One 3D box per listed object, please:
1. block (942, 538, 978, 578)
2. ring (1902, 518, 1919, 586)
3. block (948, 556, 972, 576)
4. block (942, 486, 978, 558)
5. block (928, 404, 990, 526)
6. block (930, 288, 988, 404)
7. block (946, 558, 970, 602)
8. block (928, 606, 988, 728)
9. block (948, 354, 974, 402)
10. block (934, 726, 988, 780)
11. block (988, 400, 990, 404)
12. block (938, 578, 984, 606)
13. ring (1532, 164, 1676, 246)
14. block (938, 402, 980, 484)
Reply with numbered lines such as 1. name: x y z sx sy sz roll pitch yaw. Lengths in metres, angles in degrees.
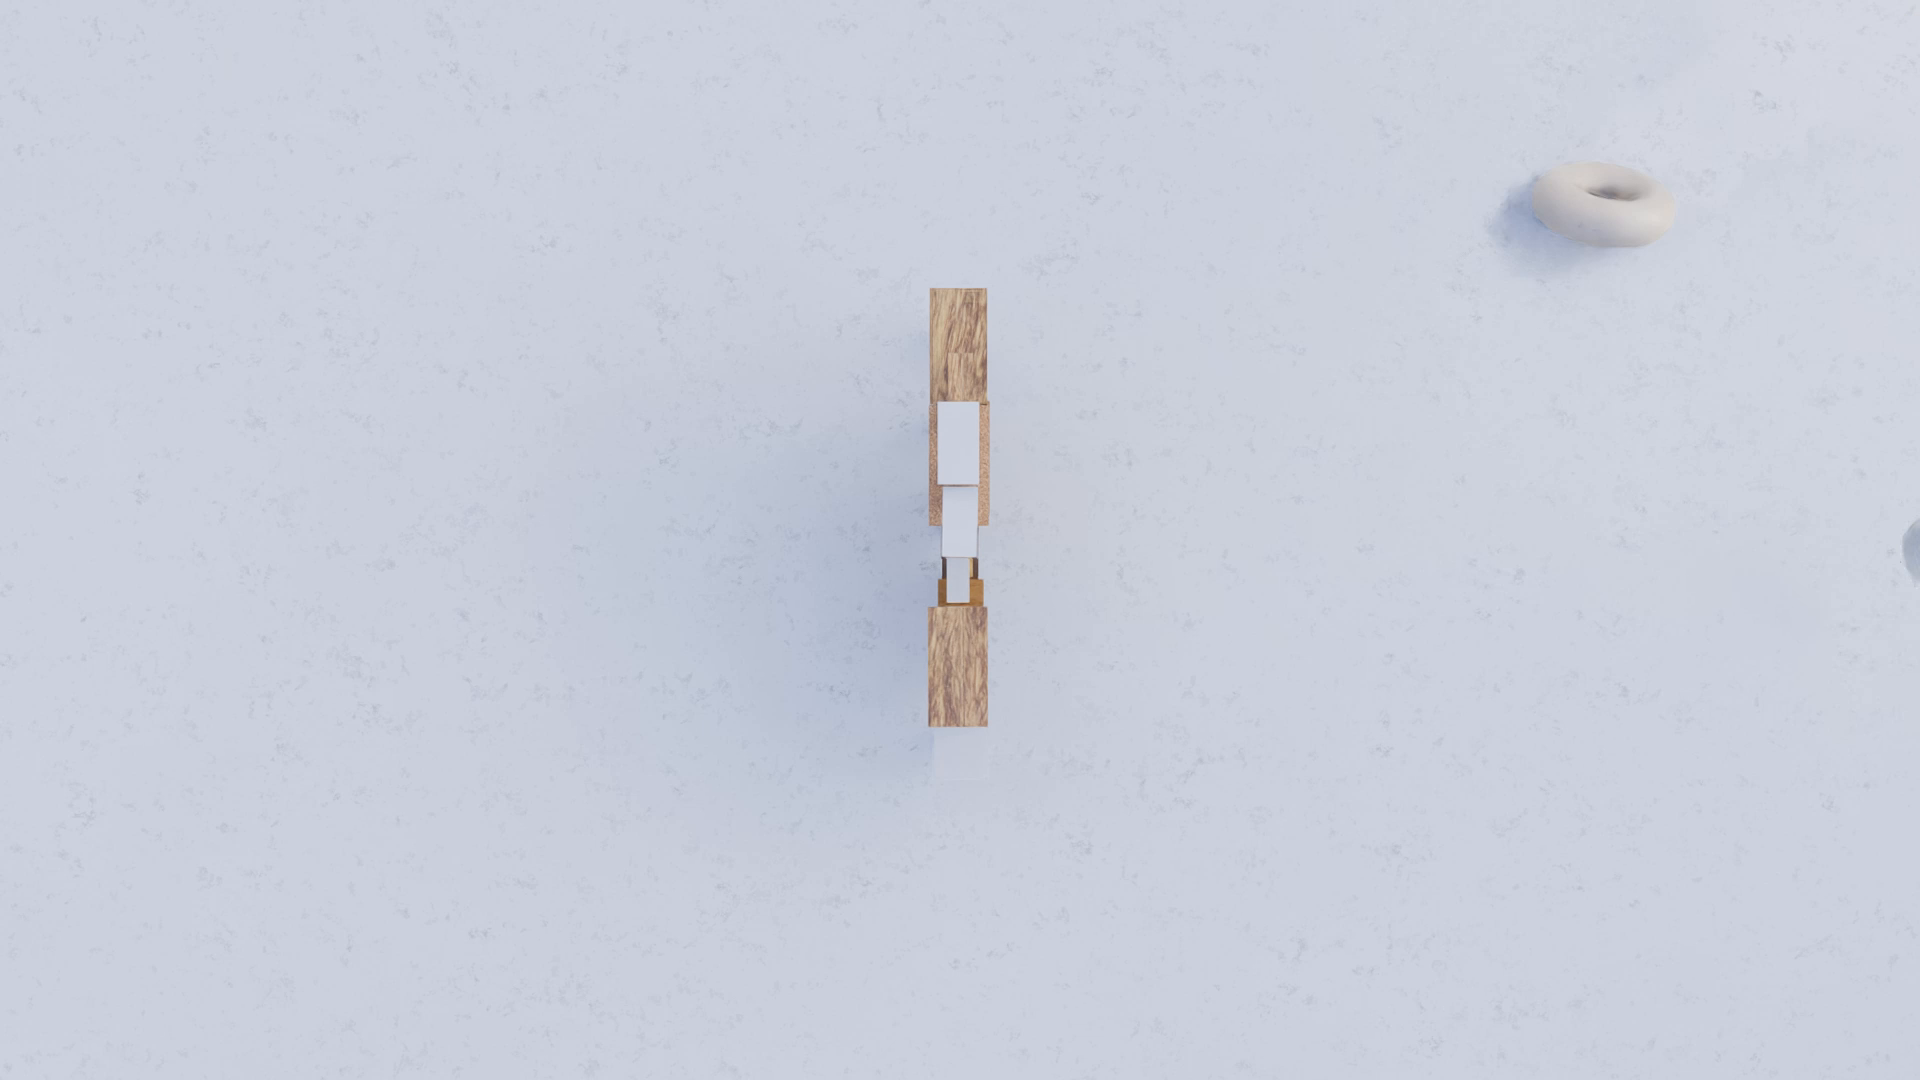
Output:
1. block: 0.001 0.043 5.251 0.116 0.033 0.232 0 90 0
2. ring: 2.613 0.075 4.183 0.421 0.421 0.140 40 79 0
3. block: 0.002 0.039 5.076 0.074 0.021 0.149 0 90 0
4. block: 0.000 -0.050 4.500 0.095 0.027 0.191 1 90 0
5. block: -0.002 -0.213 4.729 0.172 0.049 0.345 0 90 0
6. block: -0.004 -0.556 4.744 0.166 0.047 0.331 0 90 0
7. block: -0.006 0.116 4.786 0.065 0.018 0.130 0 90 0
8. block: -0.006 0.350 4.571 0.165 0.047 0.330 0 90 0
9. block: 0.002 -0.447 4.571 0.070 0.020 0.140 0 90 0
10. block: 0.002 0.558 5.004 0.163 0.046 0.327 0 90 0
11. block: 0.004 -0.254 5.123 0.176 0.050 0.352 0 90 0
12. block: 0.002 0.253 4.944 0.136 0.039 0.272 0 90 0
13. ring: 2.070 -1.081 5.309 0.446 0.446 0.149 3 126 0
14. block: -0.004 -0.262 4.467 0.111 0.031 0.222 0 90 0
